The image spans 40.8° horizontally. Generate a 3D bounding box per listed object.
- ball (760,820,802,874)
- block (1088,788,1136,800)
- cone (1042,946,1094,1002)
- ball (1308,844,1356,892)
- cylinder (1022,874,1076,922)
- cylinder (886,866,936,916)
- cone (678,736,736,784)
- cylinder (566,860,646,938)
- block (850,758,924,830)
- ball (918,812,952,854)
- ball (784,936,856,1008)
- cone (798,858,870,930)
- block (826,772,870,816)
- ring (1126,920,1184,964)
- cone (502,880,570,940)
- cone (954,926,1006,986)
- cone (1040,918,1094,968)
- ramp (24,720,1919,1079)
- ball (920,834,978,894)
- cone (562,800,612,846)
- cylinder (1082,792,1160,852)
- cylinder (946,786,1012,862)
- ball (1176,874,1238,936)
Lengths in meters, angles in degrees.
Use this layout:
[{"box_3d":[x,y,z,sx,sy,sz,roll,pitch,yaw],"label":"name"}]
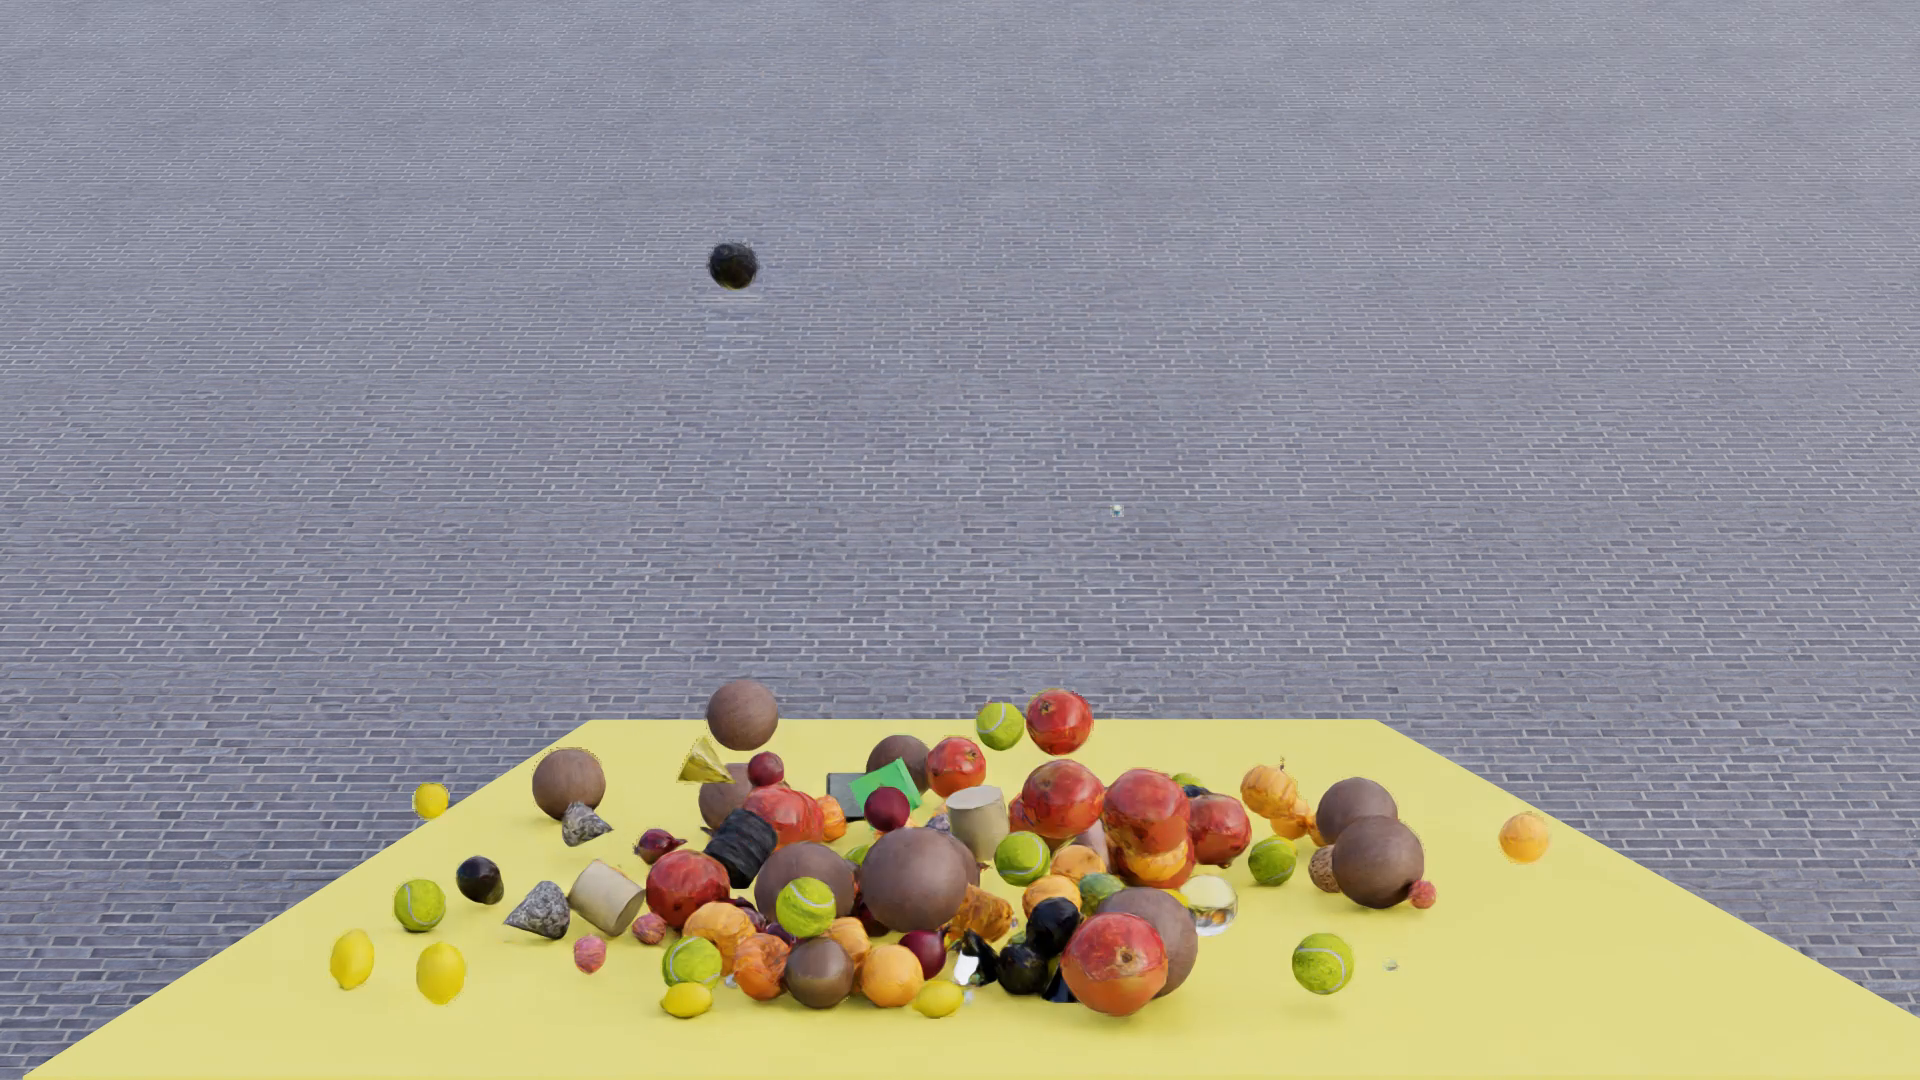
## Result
[{"box_3d":[-0.282,0.469,3.947,0.082,0.082,0.082,0,27,0],"label":"ball"},{"box_3d":[0.264,0.466,4.489,0.064,0.064,0.064,0,1,-19],"label":"block"},{"box_3d":[0.125,0.498,2.978,0.060,0.060,0.060,0,1,0],"label":"cone"},{"box_3d":[0.540,0.477,3.744,0.069,0.069,0.069,0,27,0],"label":"ball"},{"box_3d":[0.120,0.482,3.471,0.053,0.053,0.053,12,62,-23],"label":"cylinder"},{"box_3d":[-0.068,0.483,3.546,0.065,0.065,0.065,-2,27,0],"label":"cylinder"},{"box_3d":[-0.378,0.355,3.962,0.080,0.080,0.080,29,31,2],"label":"cone"},{"box_3d":[-0.464,0.469,3.381,0.074,0.074,0.074,31,35,13],"label":"cylinder"},{"box_3d":[-0.123,0.426,4.335,0.087,0.087,0.087,-27,-3,4],"label":"block"},{"box_3d":[-0.016,0.462,3.932,0.094,0.094,0.094,0,27,0],"label":"ball"},{"box_3d":[-0.159,0.489,2.920,0.080,0.080,0.080,0,27,0],"label":"ball"},{"box_3d":[-0.166,0.497,3.479,0.098,0.098,0.098,-3,28,-7],"label":"cone"},{"box_3d":[-0.198,0.454,4.601,0.076,0.076,0.076,0,-6,-9],"label":"block"},{"box_3d":[0.242,0.499,3.204,0.081,0.027,0.081,26,9,-4],"label":"ring"},{"box_3d":[-0.560,0.487,3.335,0.079,0.079,0.079,24,23,39],"label":"cone"},{"box_3d":[0.017,0.483,3.056,0.065,0.065,0.065,-10,27,5],"label":"cone"},{"box_3d":[0.126,0.498,3.179,0.061,0.061,0.061,-8,23,20],"label":"cone"},{"box_3d":[0.061,0.547,4.583,2.000,0.100,4.000,0,1,0],"label":"ramp"},{"box_3d":[-0.017,0.470,3.751,0.085,0.085,0.085,0,27,0],"label":"ball"},{"box_3d":[-0.578,0.454,4.086,0.075,0.075,0.075,6,27,27],"label":"cone"},{"box_3d":[0.254,0.445,4.070,0.091,0.091,0.091,22,11,37],"label":"cylinder"},{"box_3d":[0.026,0.388,3.531,0.080,0.080,0.080,-10,15,3],"label":"cylinder"},{"box_3d":[0.325,0.479,3.388,0.082,0.082,0.082,0,27,0],"label":"ball"}]
